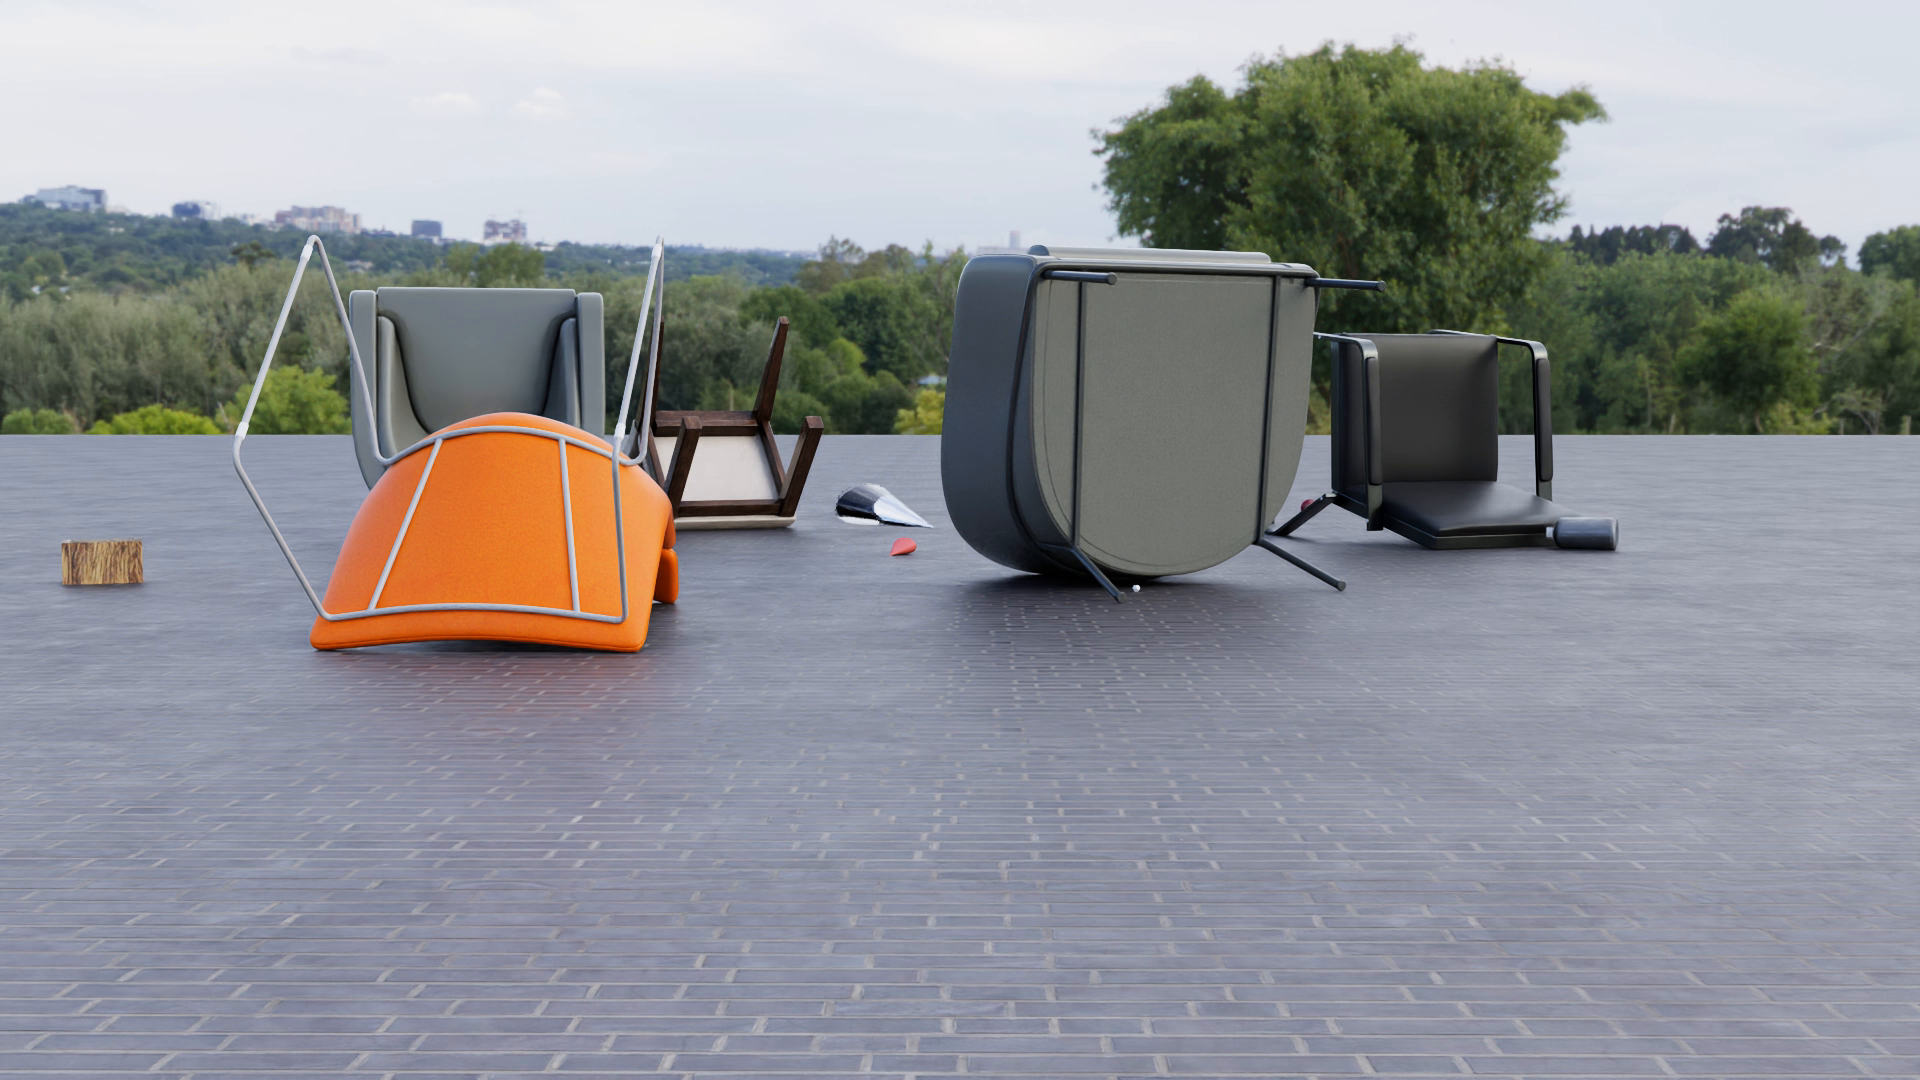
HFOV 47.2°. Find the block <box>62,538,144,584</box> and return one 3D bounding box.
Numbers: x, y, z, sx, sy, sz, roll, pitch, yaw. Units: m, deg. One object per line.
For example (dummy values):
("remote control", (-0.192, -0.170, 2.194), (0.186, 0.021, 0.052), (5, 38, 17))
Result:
("block", (-1.999, 0.049, 5.129), (0.173, 0.096, 0.116), (-1, 4, -20))

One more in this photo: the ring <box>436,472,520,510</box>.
("ring", (-1.806, -0.182, 8.242), (0.330, 0.133, 0.262), (3, 3, 16))

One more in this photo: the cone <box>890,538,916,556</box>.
("cone", (-0.170, 0.029, 5.959), (0.075, 0.047, 0.081), (-4, 18, 32))

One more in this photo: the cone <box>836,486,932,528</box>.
("cone", (-0.201, -0.078, 7.204), (0.308, 0.134, 0.274), (19, 15, 37))

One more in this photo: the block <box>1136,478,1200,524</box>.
("block", (0.700, -0.130, 7.380), (0.168, 0.146, 0.126), (4, 5, 44))
